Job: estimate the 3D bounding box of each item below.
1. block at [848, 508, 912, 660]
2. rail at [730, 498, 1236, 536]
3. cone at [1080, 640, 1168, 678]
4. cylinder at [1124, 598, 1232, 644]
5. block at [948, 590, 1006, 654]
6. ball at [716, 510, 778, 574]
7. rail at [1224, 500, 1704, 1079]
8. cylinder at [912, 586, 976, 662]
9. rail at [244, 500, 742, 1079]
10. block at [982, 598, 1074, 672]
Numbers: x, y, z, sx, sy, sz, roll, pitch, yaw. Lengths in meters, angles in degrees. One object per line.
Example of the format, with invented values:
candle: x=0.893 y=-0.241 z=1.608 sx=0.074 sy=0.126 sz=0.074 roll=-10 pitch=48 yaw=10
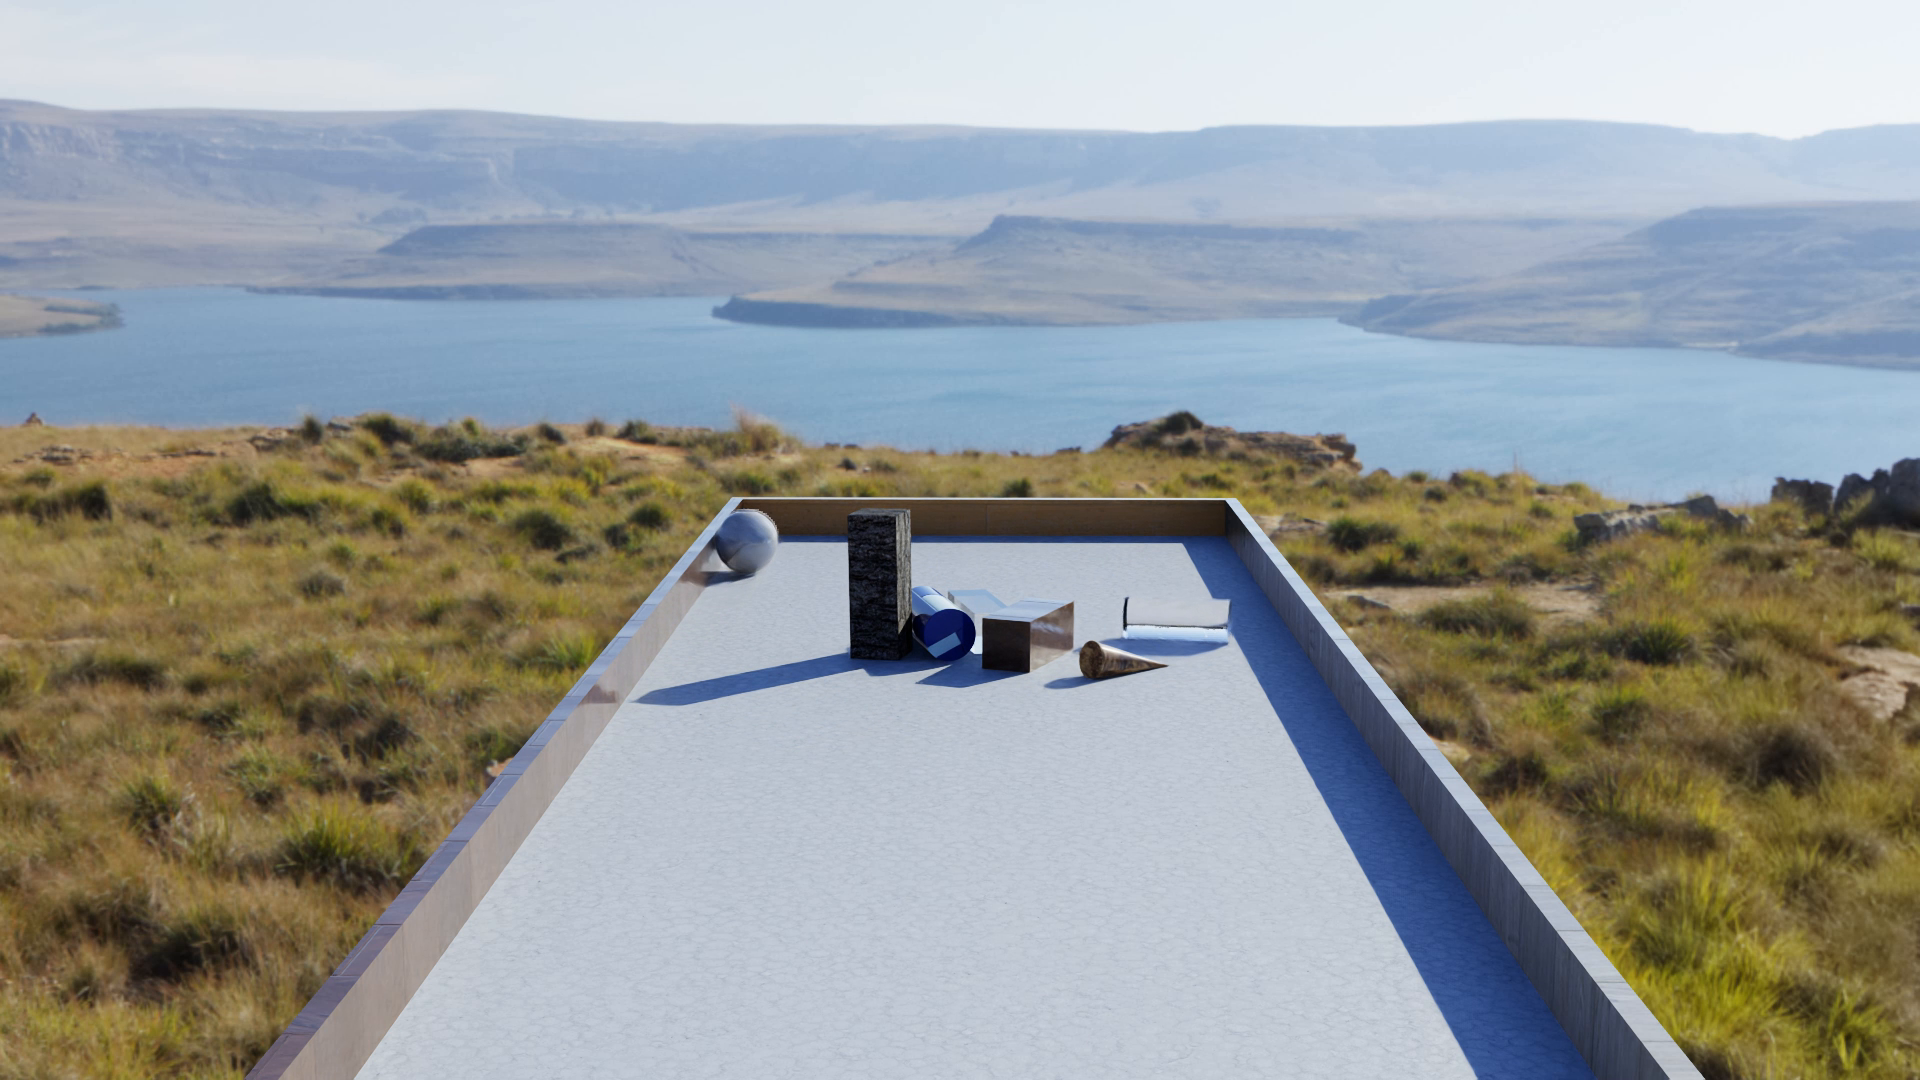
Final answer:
block: x=-0.244 y=0.134 z=6.743 sx=0.154 sy=0.443 sz=0.154 roll=1 pitch=9 yaw=15
rail: x=0.099 y=-0.098 z=9.147 sx=2.100 sy=0.150 sz=0.050 roll=0 pitch=9 yaw=1
cone: x=0.509 y=0.365 z=6.533 sx=0.305 sy=0.111 sz=0.111 roll=6 pitch=4 yaw=-34
cylinder: x=0.691 y=0.254 z=6.980 sx=0.330 sy=0.134 sz=0.134 roll=2 pitch=9 yaw=12
block: x=0.064 y=0.256 z=6.990 sx=0.126 sy=0.126 sz=0.403 roll=-2 pitch=9 yaw=-12
ball: x=-0.796 y=0.007 z=8.212 sx=0.236 sy=0.236 sz=0.236 roll=0 pitch=9 yaw=0
rail: x=1.046 y=0.843 z=3.208 sx=0.050 sy=0.150 sz=12.000 roll=0 pitch=9 yaw=1
cylinder: x=-0.076 y=0.258 z=6.866 sx=0.162 sy=0.162 sz=0.399 roll=-2 pitch=9 yaw=-13
rail: x=-1.004 y=0.839 z=3.234 sx=0.050 sy=0.150 sz=12.000 roll=0 pitch=9 yaw=1
block: x=0.210 y=0.287 z=6.707 sx=0.154 sy=0.154 sz=0.369 roll=4 pitch=10 yaw=23
